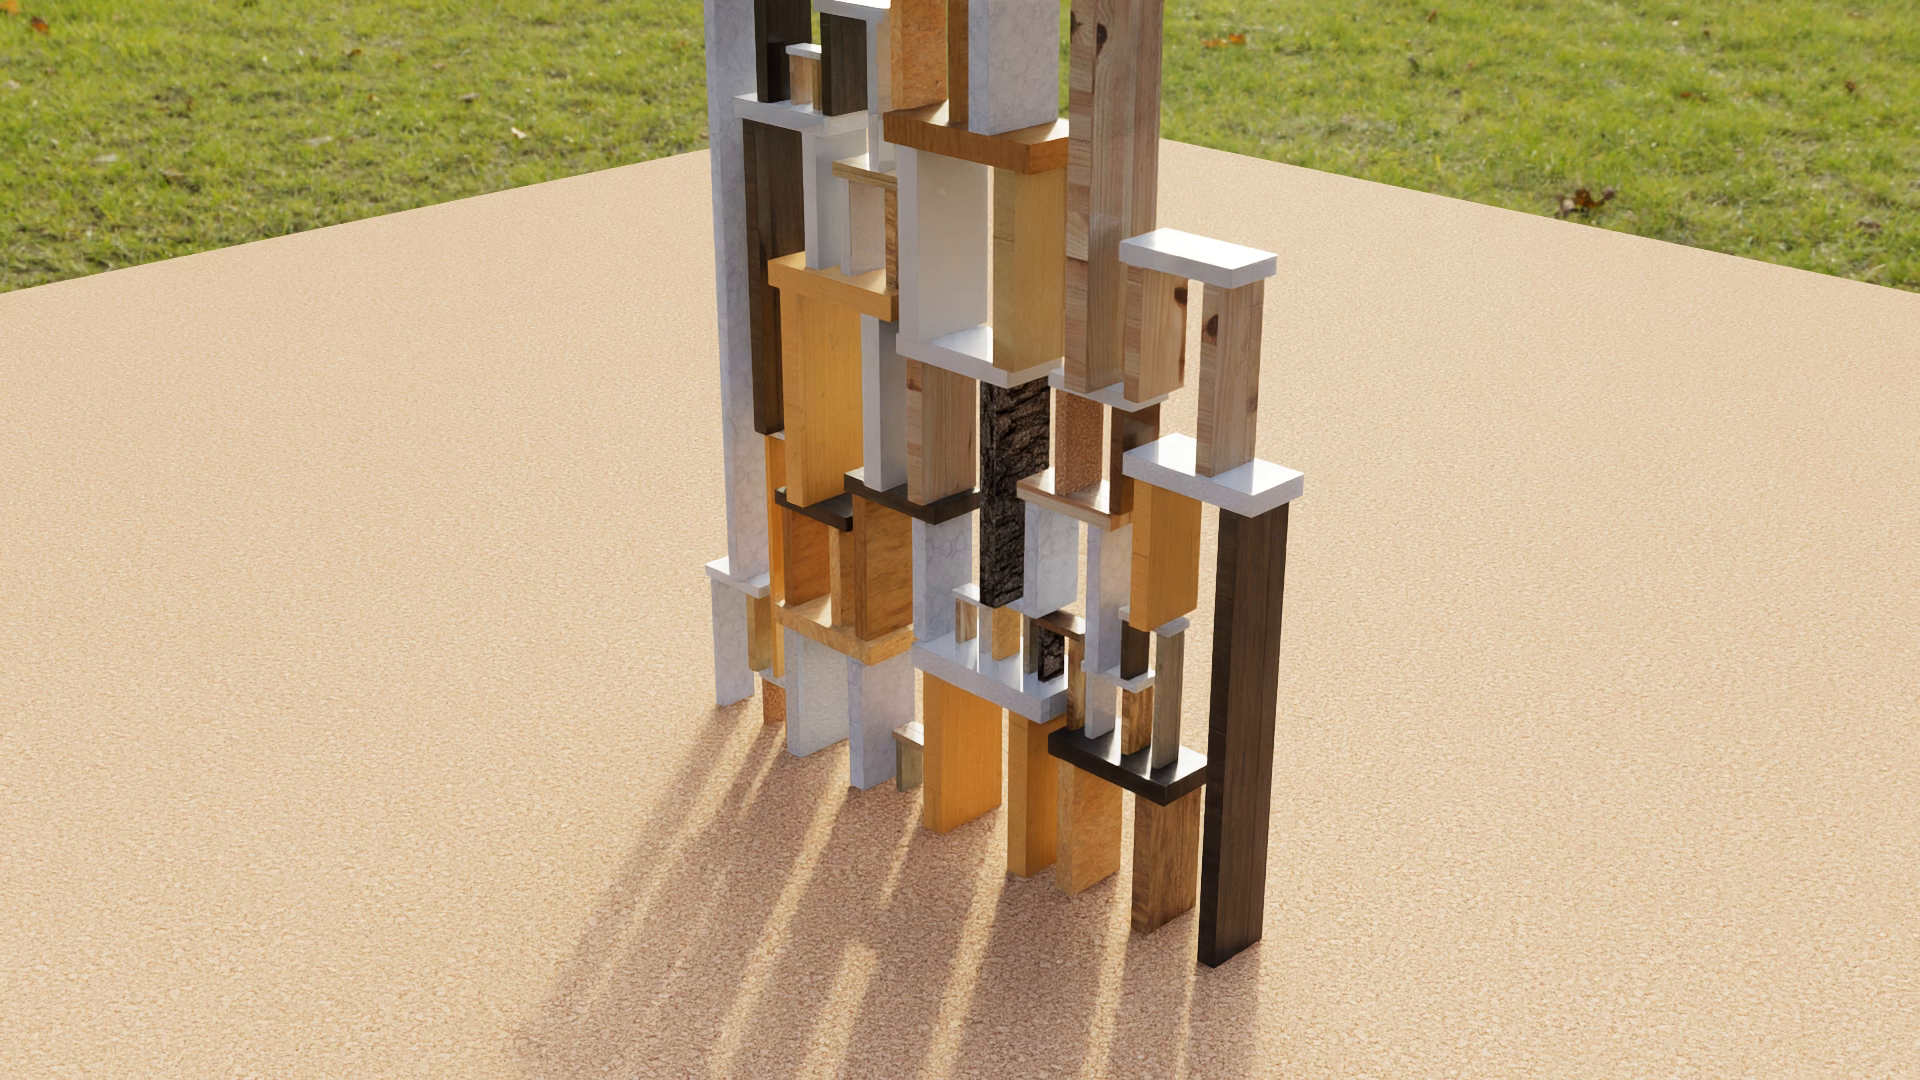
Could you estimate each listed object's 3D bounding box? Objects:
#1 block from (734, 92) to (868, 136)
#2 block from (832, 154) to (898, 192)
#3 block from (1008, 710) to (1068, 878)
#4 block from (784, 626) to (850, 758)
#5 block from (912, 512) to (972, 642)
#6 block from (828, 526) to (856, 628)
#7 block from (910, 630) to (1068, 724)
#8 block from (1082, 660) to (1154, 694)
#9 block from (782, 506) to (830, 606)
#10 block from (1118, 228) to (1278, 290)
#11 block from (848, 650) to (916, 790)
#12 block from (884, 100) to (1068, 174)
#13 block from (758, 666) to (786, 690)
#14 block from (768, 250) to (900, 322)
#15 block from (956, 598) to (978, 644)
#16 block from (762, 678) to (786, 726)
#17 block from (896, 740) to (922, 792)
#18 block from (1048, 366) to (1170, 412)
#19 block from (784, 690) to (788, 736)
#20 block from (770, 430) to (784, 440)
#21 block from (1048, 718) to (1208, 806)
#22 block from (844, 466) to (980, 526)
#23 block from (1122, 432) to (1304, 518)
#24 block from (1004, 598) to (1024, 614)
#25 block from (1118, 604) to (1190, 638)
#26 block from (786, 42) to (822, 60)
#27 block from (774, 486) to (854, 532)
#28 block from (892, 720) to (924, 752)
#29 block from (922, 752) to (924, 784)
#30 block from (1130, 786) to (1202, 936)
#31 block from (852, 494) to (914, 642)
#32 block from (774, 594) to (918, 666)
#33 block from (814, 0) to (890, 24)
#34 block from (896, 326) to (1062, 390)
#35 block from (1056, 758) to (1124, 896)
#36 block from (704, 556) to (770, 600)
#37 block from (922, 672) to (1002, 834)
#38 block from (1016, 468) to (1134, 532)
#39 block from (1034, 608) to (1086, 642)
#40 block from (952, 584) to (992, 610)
[{"bbox_3d":[-0.299,-0.820,4.208,0.261,0.037,0.131,21,31,41],"label":"block"},{"bbox_3d":[-0.140,-0.683,4.088,0.187,0.027,0.094,21,31,40],"label":"block"},{"bbox_3d":[0.170,0.461,4.231,0.049,0.346,0.173,21,31,41],"label":"block"},{"bbox_3d":[-0.301,0.300,4.672,0.042,0.297,0.148,21,31,41],"label":"block"},{"bbox_3d":[-0.034,0.060,4.282,0.036,0.254,0.127,21,31,41],"label":"block"},{"bbox_3d":[-0.214,0.060,4.474,0.031,0.217,0.108,21,31,41],"label":"block"},{"bbox_3d":[0.088,0.247,4.229,0.346,0.049,0.173,21,31,41],"label":"block"},{"bbox_3d":[0.292,0.240,4.011,0.066,0.019,0.131,-21,31,-41],"label":"block"},{"bbox_3d":[-0.316,0.020,4.569,0.031,0.217,0.108,21,31,41],"label":"block"},{"bbox_3d":[0.389,-0.463,3.605,0.236,0.033,0.118,21,31,40],"label":"block"},{"bbox_3d":[-0.161,0.355,4.544,0.042,0.297,0.148,21,31,41],"label":"block"},{"bbox_3d":[0.054,-0.711,3.859,0.180,0.051,0.359,-22,31,-40],"label":"block"},{"bbox_3d":[-0.378,0.296,4.756,0.112,0.016,0.056,21,31,41],"label":"block"},{"bbox_3d":[-0.189,-0.497,4.225,0.347,0.049,0.174,21,31,41],"label":"block"},{"bbox_3d":[0.013,0.150,4.273,0.013,0.095,0.047,21,31,41],"label":"block"},{"bbox_3d":[-0.405,0.345,4.805,0.016,0.112,0.056,21,31,41],"label":"block"},{"bbox_3d":[-0.104,0.456,4.534,0.017,0.118,0.059,21,31,41],"label":"block"},{"bbox_3d":[0.259,-0.270,3.834,0.098,0.028,0.195,-21,31,-40],"label":"block"},{"bbox_3d":[-0.352,0.365,4.757,0.016,0.112,0.056,21,31,41],"label":"block"},{"bbox_3d":[-0.356,-0.222,4.510,0.099,0.014,0.050,21,31,41],"label":"block"},{"bbox_3d":[0.313,0.399,4.048,0.282,0.040,0.141,21,31,41],"label":"block"},{"bbox_3d":[-0.094,-0.097,4.280,0.127,0.036,0.254,-21,31,-41],"label":"block"},{"bbox_3d":[0.425,-0.112,3.712,0.278,0.039,0.139,21,31,41],"label":"block"},{"bbox_3d":[0.117,0.113,4.151,0.060,0.017,0.121,-21,31,-40],"label":"block"},{"bbox_3d":[0.344,0.139,3.904,0.117,0.017,0.058,21,31,40],"label":"block"},{"bbox_3d":[-0.278,-0.917,4.128,0.095,0.014,0.048,21,31,40],"label":"block"},{"bbox_3d":[-0.265,-0.074,4.473,0.108,0.031,0.217,-21,31,-41],"label":"block"},{"bbox_3d":[-0.076,0.405,4.482,0.118,0.017,0.059,21,31,41],"label":"block"},{"bbox_3d":[-0.049,0.478,4.483,0.017,0.118,0.059,21,31,41],"label":"block"},{"bbox_3d":[0.380,0.573,4.050,0.040,0.282,0.141,21,31,41],"label":"block"},{"bbox_3d":[-0.153,0.039,4.403,0.036,0.310,0.127,21,31,41],"label":"block"},{"bbox_3d":[-0.231,0.172,4.542,0.297,0.042,0.148,21,31,41],"label":"block"},{"bbox_3d":[-0.169,-0.970,3.998,0.188,0.027,0.094,21,31,41],"label":"block"},{"bbox_3d":[0.033,-0.346,4.035,0.144,0.041,0.287,-21,31,-40],"label":"block"},{"bbox_3d":[0.247,0.521,4.172,0.040,0.282,0.141,21,31,41],"label":"block"},{"bbox_3d":[-0.460,0.077,4.761,0.180,0.025,0.090,21,31,41],"label":"block"},{"bbox_3d":[0.006,0.397,4.382,0.049,0.346,0.173,21,31,41],"label":"block"},{"bbox_3d":[0.223,-0.076,3.954,0.113,0.032,0.227,-21,31,-41],"label":"block"},{"bbox_3d":[0.198,0.156,4.069,0.113,0.016,0.057,21,31,41],"label":"block"},{"bbox_3d":[0.035,0.109,4.232,0.095,0.013,0.047,21,31,41],"label":"block"}]
